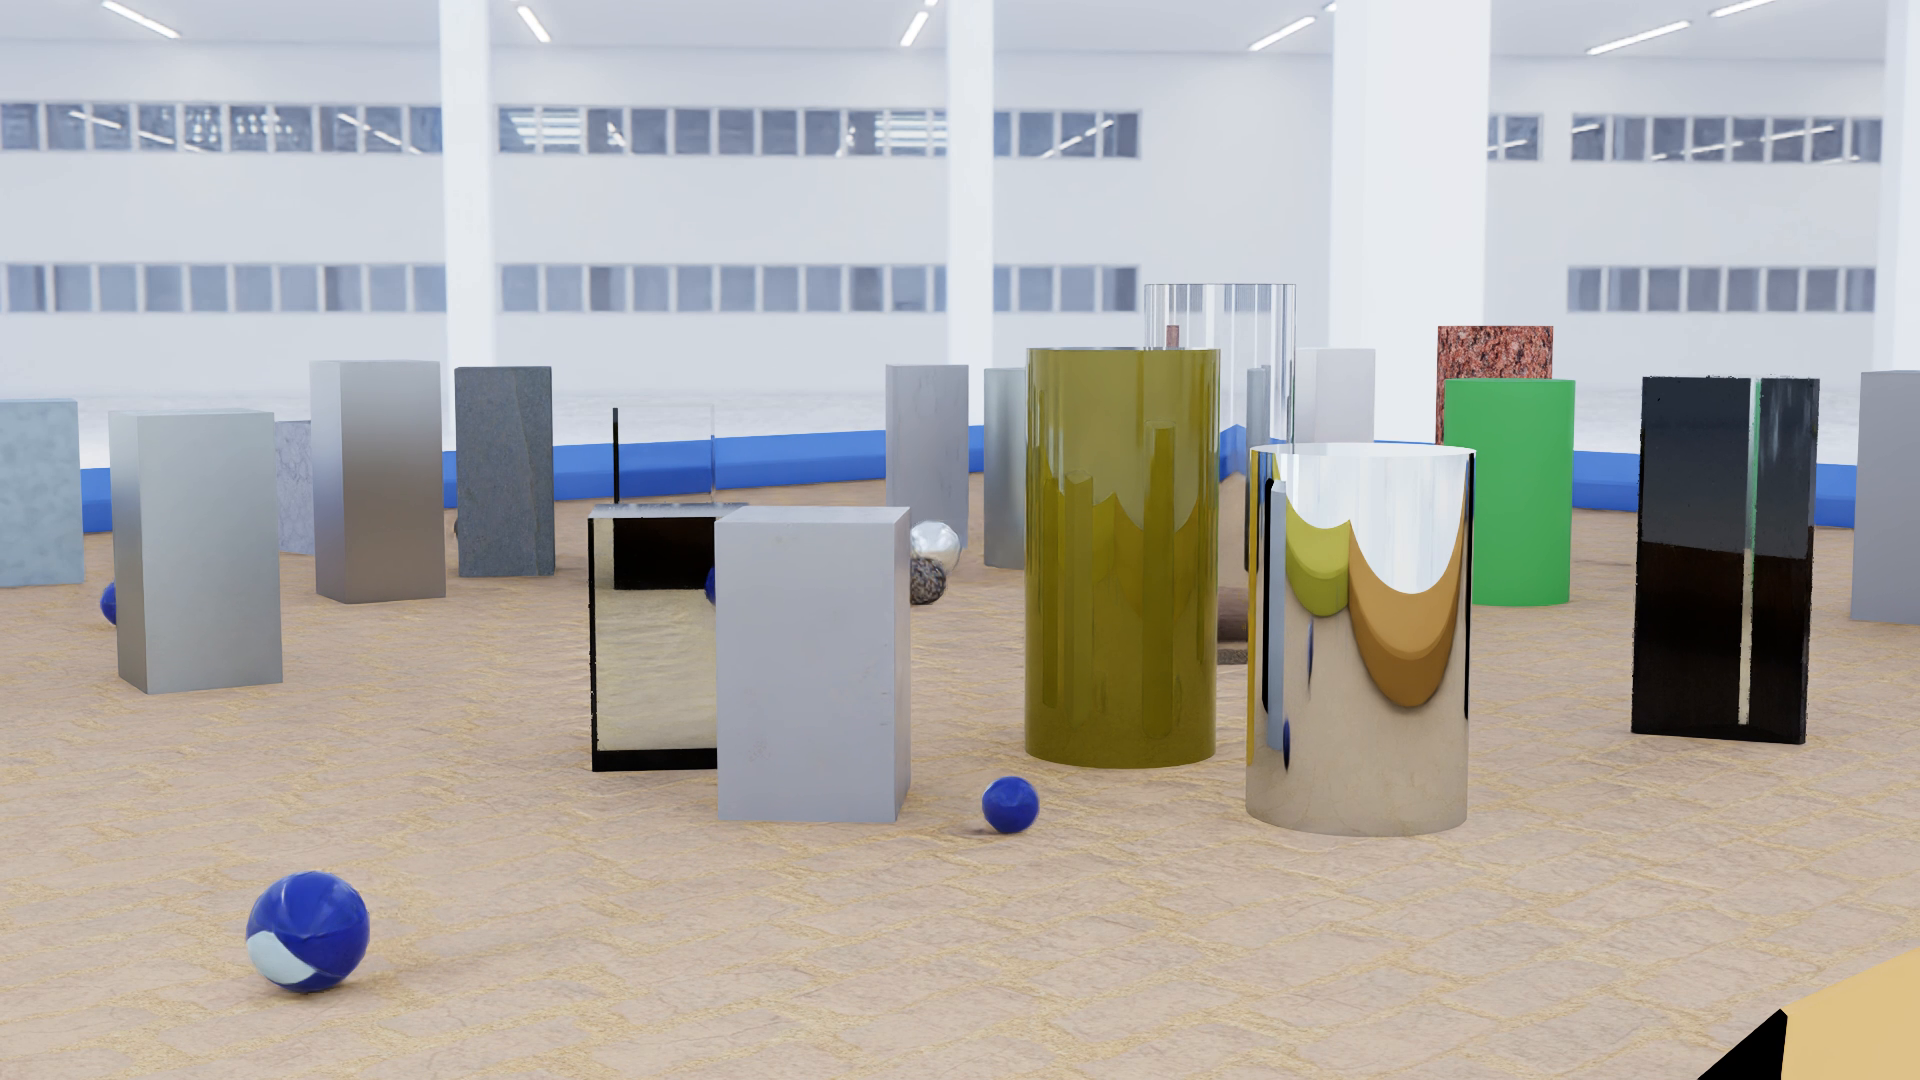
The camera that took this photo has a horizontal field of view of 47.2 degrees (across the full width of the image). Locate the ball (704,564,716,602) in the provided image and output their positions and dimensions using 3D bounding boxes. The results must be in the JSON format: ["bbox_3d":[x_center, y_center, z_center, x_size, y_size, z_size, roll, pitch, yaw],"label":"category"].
[{"bbox_3d":[-0.348,0.065,3.304,0.071,0.071,0.071,0,6,0],"label":"ball"}]

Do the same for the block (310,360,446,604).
[{"bbox_3d":[-0.905,-0.095,3.416,0.156,0.365,0.156,-4,7,-33],"label":"block"}]

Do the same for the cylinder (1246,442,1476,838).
[{"bbox_3d":[0.352,0.081,1.940,0.194,0.323,0.194,0,6,0],"label":"cylinder"}]

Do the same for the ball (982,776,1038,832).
[{"bbox_3d":[0.043,0.225,1.877,0.049,0.049,0.049,0,6,0],"label":"ball"}]

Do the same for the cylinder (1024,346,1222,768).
[{"bbox_3d":[0.162,0.011,2.214,0.194,0.406,0.194,0,6,0],"label":"cylinder"}]

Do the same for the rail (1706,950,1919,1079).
[{"bbox_3d":[1.323,0.182,1.907,4.269,0.126,0.045,-5,8,-42],"label":"rail"}]

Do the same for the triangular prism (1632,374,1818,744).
[{"bbox_3d":[0.814,0.013,2.337,0.168,0.375,0.146,2,6,21],"label":"triangular prism"}]

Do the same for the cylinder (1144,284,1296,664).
[{"bbox_3d":[0.333,-0.090,2.836,0.194,0.476,0.194,0,6,0],"label":"cylinder"}]

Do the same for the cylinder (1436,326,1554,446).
[{"bbox_3d":[0.924,-0.163,3.817,0.194,0.416,0.194,0,6,0],"label":"cylinder"}]

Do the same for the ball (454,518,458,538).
[{"bbox_3d":[-0.896,-0.022,4.076,0.082,0.082,0.082,0,6,0],"label":"ball"}]

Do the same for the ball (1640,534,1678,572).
[{"bbox_3d":[1.187,0.023,3.733,0.064,0.064,0.064,0,6,0],"label":"ball"}]

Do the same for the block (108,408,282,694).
[{"bbox_3d":[-0.917,0.008,2.637,0.156,0.323,0.156,-4,7,-32],"label":"block"}]

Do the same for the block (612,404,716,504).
[{"bbox_3d":[-0.484,-0.077,3.616,0.156,0.288,0.156,0,6,-4],"label":"block"}]

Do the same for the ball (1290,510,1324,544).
[{"bbox_3d":[0.659,-0.025,4.179,0.066,0.066,0.066,0,6,0],"label":"ball"}]

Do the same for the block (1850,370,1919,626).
[{"bbox_3d":[1.396,-0.064,3.163,0.156,0.355,0.156,5,8,41],"label":"block"}]

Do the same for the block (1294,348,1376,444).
[{"bbox_3d":[0.699,-0.190,4.307,0.156,0.369,0.156,-4,7,-34],"label":"block"}]

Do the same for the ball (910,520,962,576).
[{"bbox_3d":[-0.047,0.017,3.635,0.097,0.097,0.097,0,6,0],"label":"ball"}]

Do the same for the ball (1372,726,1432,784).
[{"bbox_3d":[0.415,0.202,2.066,0.055,0.055,0.055,0,6,0],"label":"ball"}]

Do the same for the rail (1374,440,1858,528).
[{"bbox_3d":[1.551,-0.116,4.756,0.045,0.126,3.948,-5,8,-42],"label":"rail"}]

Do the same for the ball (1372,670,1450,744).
[{"bbox_3d":[0.461,0.172,2.246,0.078,0.078,0.078,0,6,0],"label":"ball"}]

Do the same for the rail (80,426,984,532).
[{"bbox_3d":[-1.323,-0.117,4.757,4.269,0.126,0.045,-5,8,-42],"label":"rail"}]

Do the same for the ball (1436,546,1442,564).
[{"bbox_3d":[0.835,0.027,3.760,0.041,0.041,0.041,0,6,0],"label":"ball"}]

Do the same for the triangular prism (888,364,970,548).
[{"bbox_3d":[-0.094,-0.157,4.118,0.168,0.343,0.146,-4,7,-37],"label":"triangular prism"}]

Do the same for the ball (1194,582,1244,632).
[{"bbox_3d":[0.355,0.093,3.022,0.069,0.069,0.069,0,6,0],"label":"ball"}]

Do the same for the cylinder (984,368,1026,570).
[{"bbox_3d":[0.139,-0.128,3.847,0.194,0.342,0.194,0,6,0],"label":"cylinder"}]

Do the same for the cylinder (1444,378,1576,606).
[{"bbox_3d":[0.842,-0.078,3.385,0.194,0.337,0.194,0,6,0],"label":"cylinder"}]

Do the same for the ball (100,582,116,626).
[{"bbox_3d":[-1.170,0.088,3.087,0.069,0.069,0.069,0,6,0],"label":"ball"}]

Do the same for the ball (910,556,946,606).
[{"bbox_3d":[-0.057,0.062,3.320,0.073,0.073,0.073,0,6,0],"label":"ball"}]

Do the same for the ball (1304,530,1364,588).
[{"bbox_3d":[0.599,0.031,3.516,0.093,0.093,0.093,0,6,0],"label":"ball"}]

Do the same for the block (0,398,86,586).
[{"bbox_3d":[-1.533,-0.081,3.615,0.156,0.296,0.156,-3,7,-25],"label":"block"}]

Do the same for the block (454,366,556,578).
[{"bbox_3d":[-0.771,-0.120,3.738,0.156,0.347,0.156,-1,6,-9],"label":"block"}]

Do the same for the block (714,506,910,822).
[{"bbox_3d":[-0.129,0.107,1.982,0.156,0.262,0.156,0,6,4],"label":"block"}]

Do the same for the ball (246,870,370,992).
[{"bbox_3d":[-0.427,0.256,1.441,0.079,0.079,0.079,0,6,0],"label":"ball"}]

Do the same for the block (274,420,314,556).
[{"bbox_3d":[-1.163,-0.101,4.078,0.156,0.238,0.156,5,8,42],"label":"block"}]

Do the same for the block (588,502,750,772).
[{"bbox_3d":[-0.287,0.093,2.196,0.156,0.246,0.156,-1,6,-6],"label":"block"}]

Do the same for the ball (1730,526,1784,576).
[{"bbox_3d":[1.330,0.019,3.671,0.085,0.085,0.085,0,6,0],"label":"ball"}]
